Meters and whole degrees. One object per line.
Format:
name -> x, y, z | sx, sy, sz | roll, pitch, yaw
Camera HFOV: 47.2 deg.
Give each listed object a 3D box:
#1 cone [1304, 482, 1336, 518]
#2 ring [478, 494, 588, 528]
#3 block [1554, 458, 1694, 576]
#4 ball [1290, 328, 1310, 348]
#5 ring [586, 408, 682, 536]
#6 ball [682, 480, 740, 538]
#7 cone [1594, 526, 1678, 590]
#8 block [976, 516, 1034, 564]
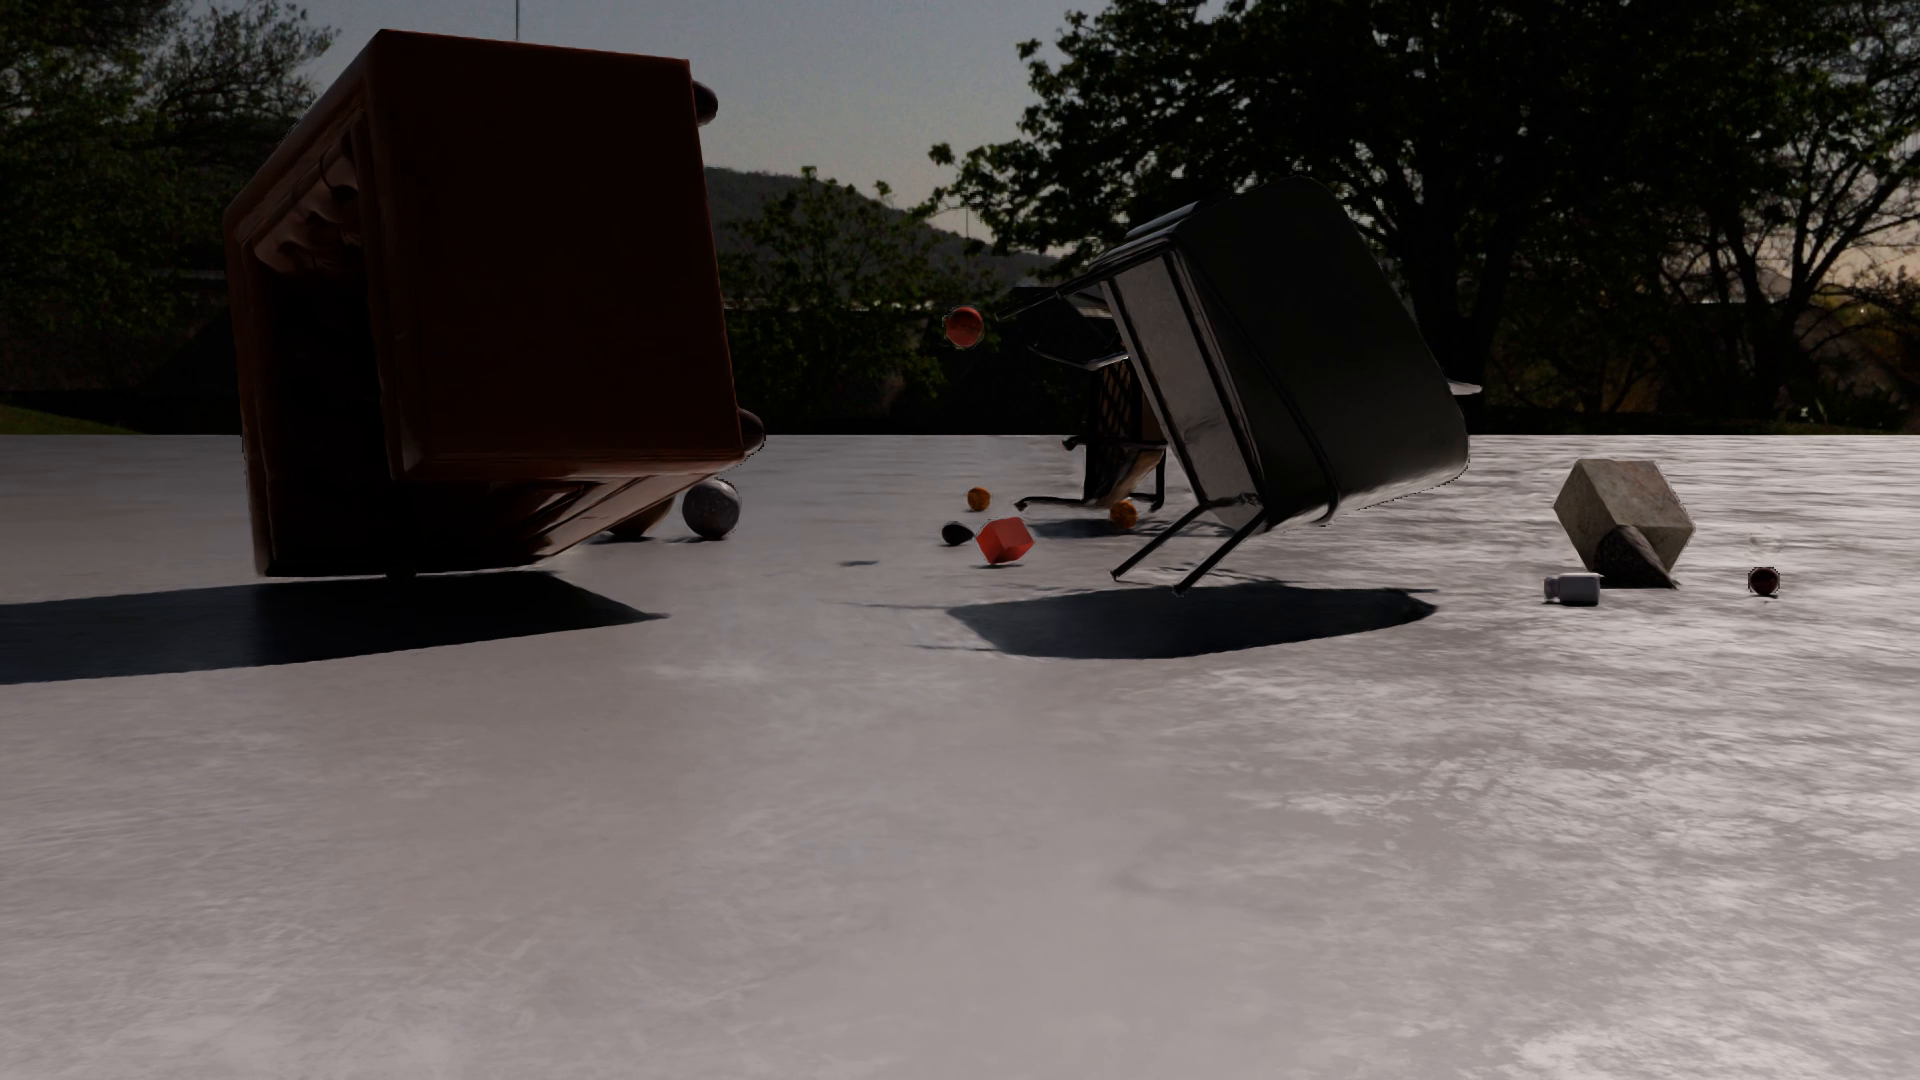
cone -> 1.255, -0.155, 7.583 | 0.090, 0.143, 0.179 | -23, -4, 2
ring -> -1.393, -0.095, 7.178 | 0.235, 0.105, 0.405 | 6, 6, 44
block -> 1.584, -0.054, 5.261 | 0.206, 0.159, 0.238 | 2, 42, -16
ball -> 1.262, -0.753, 8.179 | 0.073, 0.073, 0.073 | 0, 4, 0
ring -> -1.004, -0.210, 6.769 | 0.373, 0.441, 0.105 | -38, -37, 23
ball -> -0.752, -0.095, 6.651 | 0.176, 0.176, 0.176 | 0, 4, 0
cone -> 1.572, 0.070, 5.019 | 0.139, 0.128, 0.238 | -28, 26, -5
block -> 0.115, 0.001, 5.629 | 0.099, 0.083, 0.078 | -11, -27, -37
